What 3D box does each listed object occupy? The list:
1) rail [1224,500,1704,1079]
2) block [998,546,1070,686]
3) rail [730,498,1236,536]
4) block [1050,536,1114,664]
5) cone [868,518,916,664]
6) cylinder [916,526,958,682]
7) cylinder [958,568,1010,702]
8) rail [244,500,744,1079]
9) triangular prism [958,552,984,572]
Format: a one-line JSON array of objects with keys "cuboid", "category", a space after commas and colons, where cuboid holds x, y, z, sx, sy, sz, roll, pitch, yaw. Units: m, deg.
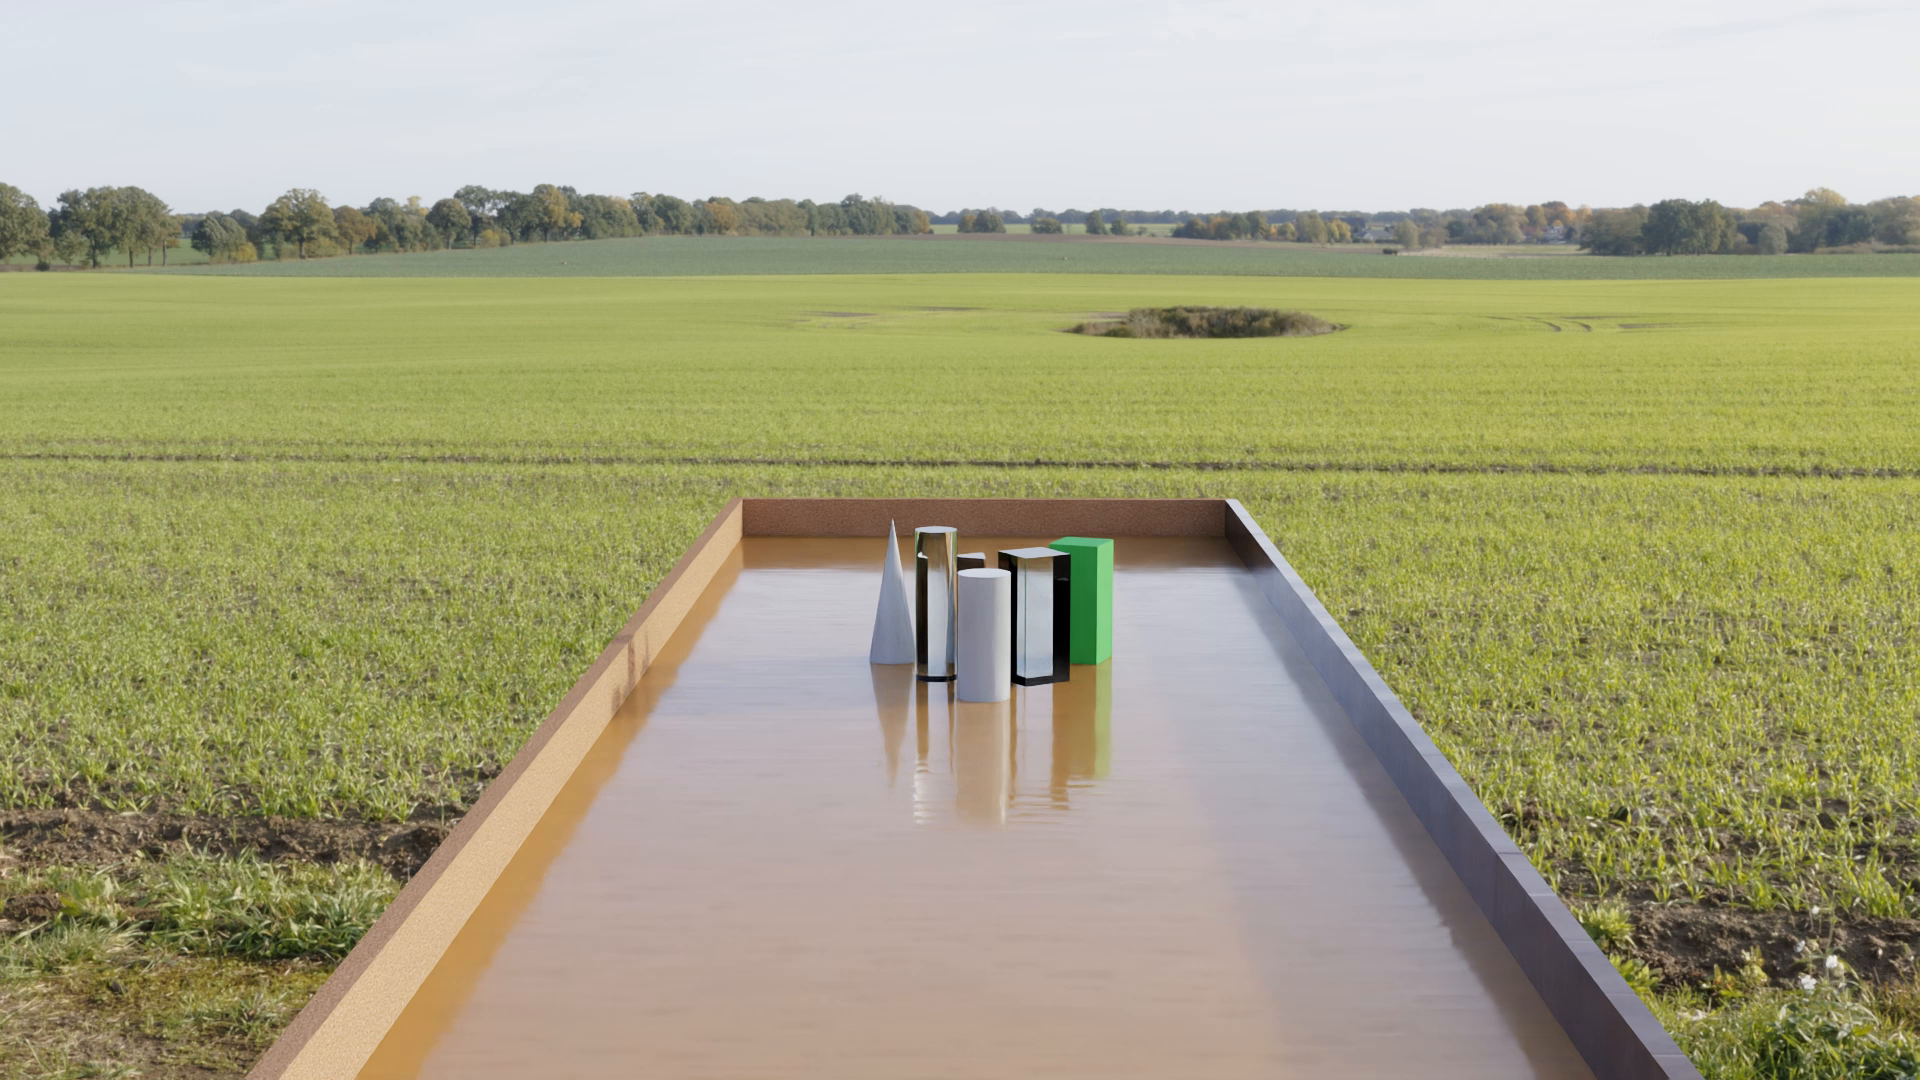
[{"cuboid": [1.046, 0.843, 3.208, 0.050, 0.150, 12.000, 0, 9, 1], "category": "rail"}, {"cuboid": [0.216, 0.222, 6.411, 0.152, 0.375, 0.152, -5, 10, -30], "category": "block"}, {"cuboid": [0.099, -0.098, 9.147, 2.100, 0.150, 0.050, 0, 9, 1], "category": "rail"}, {"cuboid": [0.369, 0.183, 6.701, 0.153, 0.361, 0.153, 4, 10, 22], "category": "block"}, {"cuboid": [-0.204, 0.146, 6.680, 0.150, 0.440, 0.150, 0, 9, 0], "category": "cone"}, {"cuboid": [-0.069, 0.187, 6.422, 0.123, 0.440, 0.123, 0, 9, 0], "category": "cylinder"}, {"cuboid": [0.068, 0.267, 6.189, 0.150, 0.355, 0.150, 0, 9, 0], "category": "cylinder"}, {"cuboid": [-1.004, 0.839, 3.234, 0.050, 0.150, 12.000, 0, 9, 1], "category": "rail"}, {"cuboid": [0.044, 0.205, 6.677, 0.120, 0.324, 0.104, 5, 10, 26], "category": "triangular prism"}]
